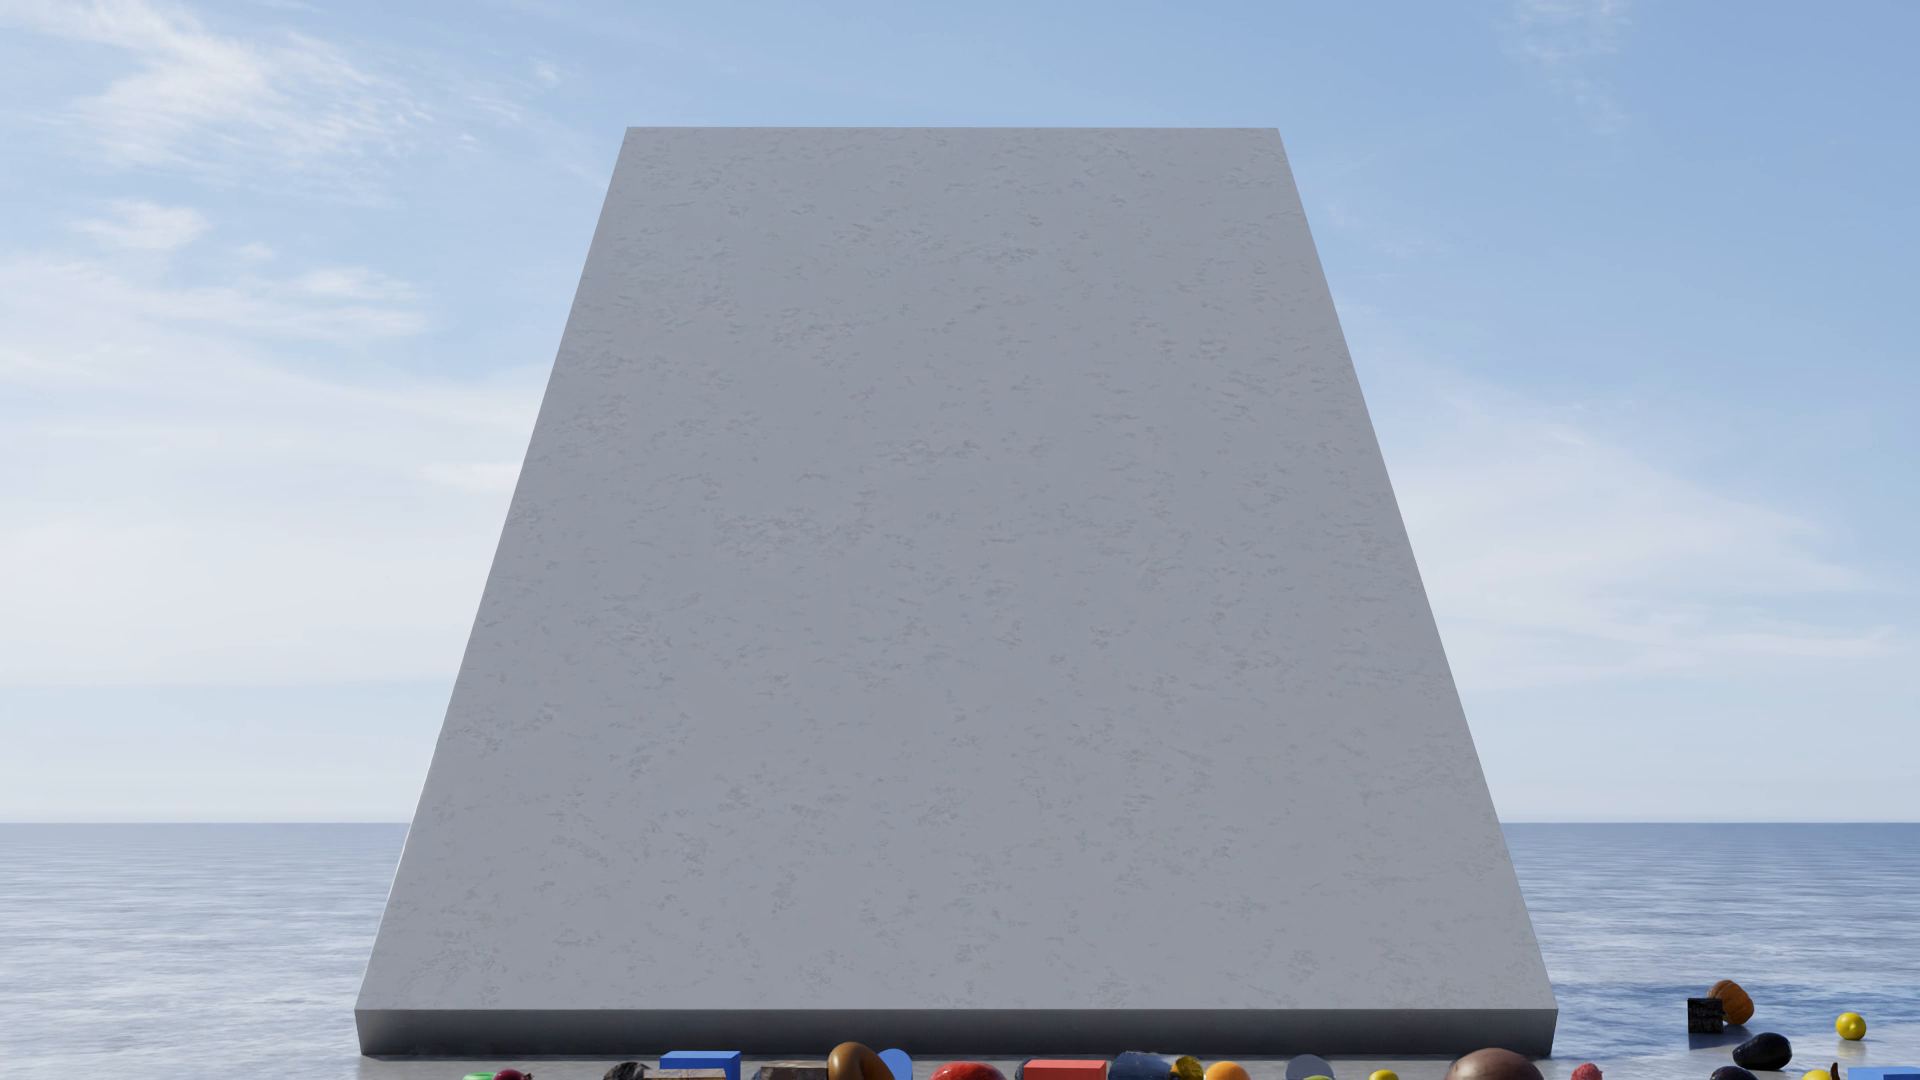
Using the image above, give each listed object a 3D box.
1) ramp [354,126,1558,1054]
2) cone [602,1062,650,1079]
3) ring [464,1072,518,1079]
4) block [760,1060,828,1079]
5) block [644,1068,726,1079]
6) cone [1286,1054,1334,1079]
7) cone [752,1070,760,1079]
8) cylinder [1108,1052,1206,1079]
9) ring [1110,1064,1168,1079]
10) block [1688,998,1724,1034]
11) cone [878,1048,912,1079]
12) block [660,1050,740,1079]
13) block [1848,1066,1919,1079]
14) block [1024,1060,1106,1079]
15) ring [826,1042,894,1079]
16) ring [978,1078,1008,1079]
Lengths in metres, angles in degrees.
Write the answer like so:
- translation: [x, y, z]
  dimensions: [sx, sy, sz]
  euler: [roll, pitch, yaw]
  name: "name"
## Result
- translation: [-0.014, -0.202, 5.774]
  dimensions: [2.000, 0.100, 4.000]
  euler: [0, 31, 0]
  name: "ramp"
- translation: [-0.429, 0.749, 3.230]
  dimensions: [0.083, 0.083, 0.083]
  euler: [-2, -33, 15]
  name: "cone"
- translation: [-0.679, 0.786, 3.506]
  dimensions: [0.083, 0.028, 0.083]
  euler: [1, -7, 0]
  name: "ring"
- translation: [-0.202, 0.709, 3.088]
  dimensions: [0.084, 0.084, 0.084]
  euler: [-1, -7, 9]
  name: "block"
- translation: [-0.327, 0.679, 2.872]
  dimensions: [0.095, 0.095, 0.095]
  euler: [1, -7, -7]
  name: "block"
- translation: [0.486, 0.776, 3.438]
  dimensions: [0.072, 0.072, 0.072]
  euler: [1, -33, -12]
  name: "cone"
- translation: [-0.230, 0.744, 3.195]
  dimensions: [0.088, 0.088, 0.088]
  euler: [-1, -33, 7]
  name: "cone"
- translation: [0.254, 0.712, 3.140]
  dimensions: [0.092, 0.092, 0.092]
  euler: [-5, -8, 40]
  name: "cylinder"
- translation: [0.264, 0.796, 3.598]
  dimensions: [0.087, 0.029, 0.087]
  euler: [1, -6, 0]
  name: "ring"
- translation: [1.384, 0.883, 4.508]
  dimensions: [0.060, 0.060, 0.060]
  euler: [-2, -7, 19]
  name: "block"
- translation: [-0.084, 0.778, 3.469]
  dimensions: [0.077, 0.077, 0.077]
  euler: [-4, -34, 30]
  name: "cone"
- translation: [-0.336, 0.712, 3.139]
  dimensions: [0.091, 0.091, 0.091]
  euler: [0, -7, 3]
  name: "block"
- translation: [1.164, 0.701, 3.013]
  dimensions: [0.084, 0.084, 0.084]
  euler: [1, -7, -9]
  name: "block"
- translation: [0.130, 0.694, 2.998]
  dimensions: [0.094, 0.094, 0.094]
  euler: [-1, -7, 8]
  name: "block"
- translation: [-0.119, 0.695, 3.074]
  dimensions: [0.043, 0.130, 0.130]
  euler: [-37, -18, 14]
  name: "ring"
- translation: [0.043, 0.771, 3.391]
  dimensions: [0.093, 0.031, 0.093]
  euler: [-1, -6, 0]
  name: "ring"
